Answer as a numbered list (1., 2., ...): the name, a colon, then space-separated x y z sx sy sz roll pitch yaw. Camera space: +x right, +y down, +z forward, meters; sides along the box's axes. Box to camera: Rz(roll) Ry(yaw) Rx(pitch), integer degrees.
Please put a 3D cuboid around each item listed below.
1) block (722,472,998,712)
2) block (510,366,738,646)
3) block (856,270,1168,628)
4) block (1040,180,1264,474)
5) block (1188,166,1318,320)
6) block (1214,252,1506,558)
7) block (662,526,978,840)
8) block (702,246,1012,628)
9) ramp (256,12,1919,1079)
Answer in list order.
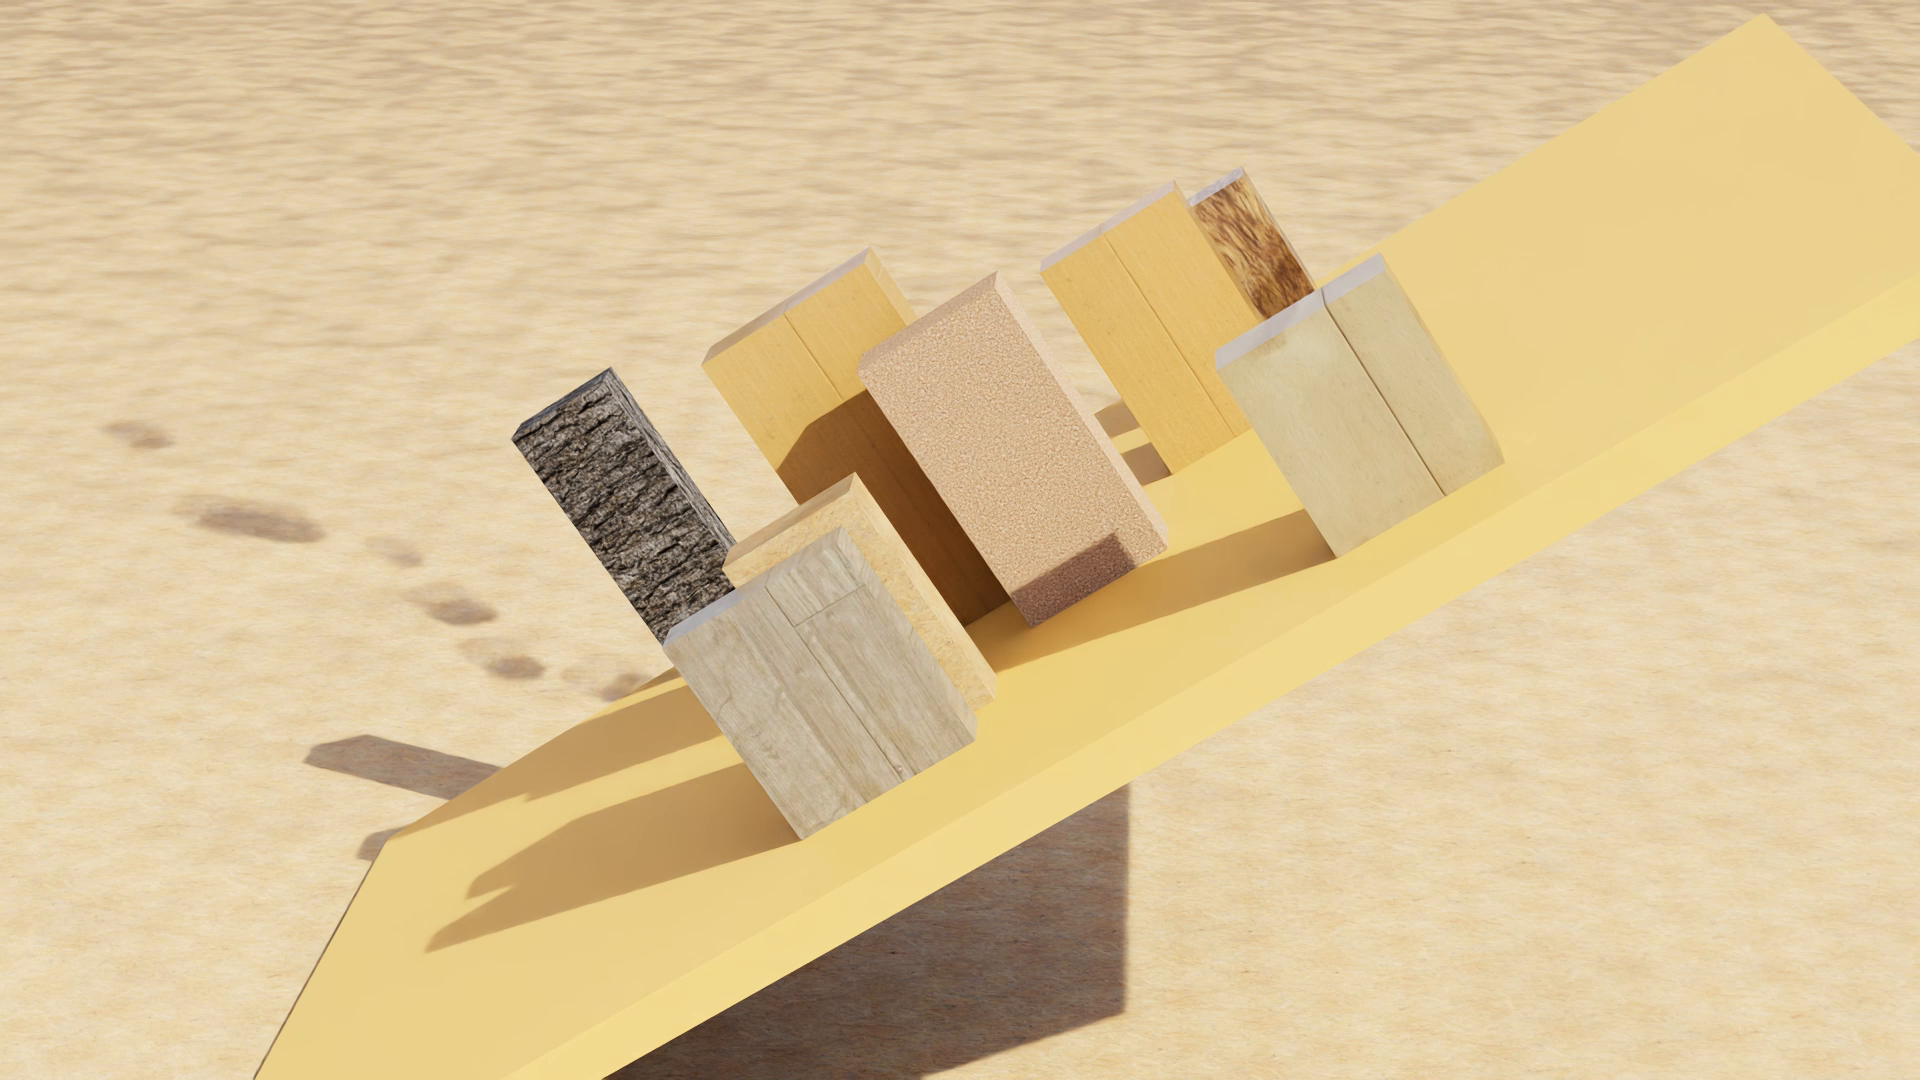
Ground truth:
1. block: -0.195 0.166 5.829 0.301 0.515 0.118 -31 15 14
2. block: -0.772 -0.043 7.271 0.277 0.735 0.123 -31 15 14
3. block: 0.112 -0.181 5.985 0.331 0.650 0.131 -31 15 14
4. block: 0.458 -0.455 6.318 0.335 0.534 0.104 -31 15 14
5. block: 0.624 -0.588 6.616 0.276 0.411 0.099 -31 15 14
6. block: 0.722 -0.242 5.323 0.348 0.421 0.127 -31 15 14
7. block: -0.268 0.280 5.702 0.407 0.479 0.103 -31 15 14
8. block: -0.151 -0.179 6.274 0.414 0.786 0.137 -31 15 14
9. ramp: 0.139 0.171 6.296 4.000 0.100 2.000 -31 15 14
